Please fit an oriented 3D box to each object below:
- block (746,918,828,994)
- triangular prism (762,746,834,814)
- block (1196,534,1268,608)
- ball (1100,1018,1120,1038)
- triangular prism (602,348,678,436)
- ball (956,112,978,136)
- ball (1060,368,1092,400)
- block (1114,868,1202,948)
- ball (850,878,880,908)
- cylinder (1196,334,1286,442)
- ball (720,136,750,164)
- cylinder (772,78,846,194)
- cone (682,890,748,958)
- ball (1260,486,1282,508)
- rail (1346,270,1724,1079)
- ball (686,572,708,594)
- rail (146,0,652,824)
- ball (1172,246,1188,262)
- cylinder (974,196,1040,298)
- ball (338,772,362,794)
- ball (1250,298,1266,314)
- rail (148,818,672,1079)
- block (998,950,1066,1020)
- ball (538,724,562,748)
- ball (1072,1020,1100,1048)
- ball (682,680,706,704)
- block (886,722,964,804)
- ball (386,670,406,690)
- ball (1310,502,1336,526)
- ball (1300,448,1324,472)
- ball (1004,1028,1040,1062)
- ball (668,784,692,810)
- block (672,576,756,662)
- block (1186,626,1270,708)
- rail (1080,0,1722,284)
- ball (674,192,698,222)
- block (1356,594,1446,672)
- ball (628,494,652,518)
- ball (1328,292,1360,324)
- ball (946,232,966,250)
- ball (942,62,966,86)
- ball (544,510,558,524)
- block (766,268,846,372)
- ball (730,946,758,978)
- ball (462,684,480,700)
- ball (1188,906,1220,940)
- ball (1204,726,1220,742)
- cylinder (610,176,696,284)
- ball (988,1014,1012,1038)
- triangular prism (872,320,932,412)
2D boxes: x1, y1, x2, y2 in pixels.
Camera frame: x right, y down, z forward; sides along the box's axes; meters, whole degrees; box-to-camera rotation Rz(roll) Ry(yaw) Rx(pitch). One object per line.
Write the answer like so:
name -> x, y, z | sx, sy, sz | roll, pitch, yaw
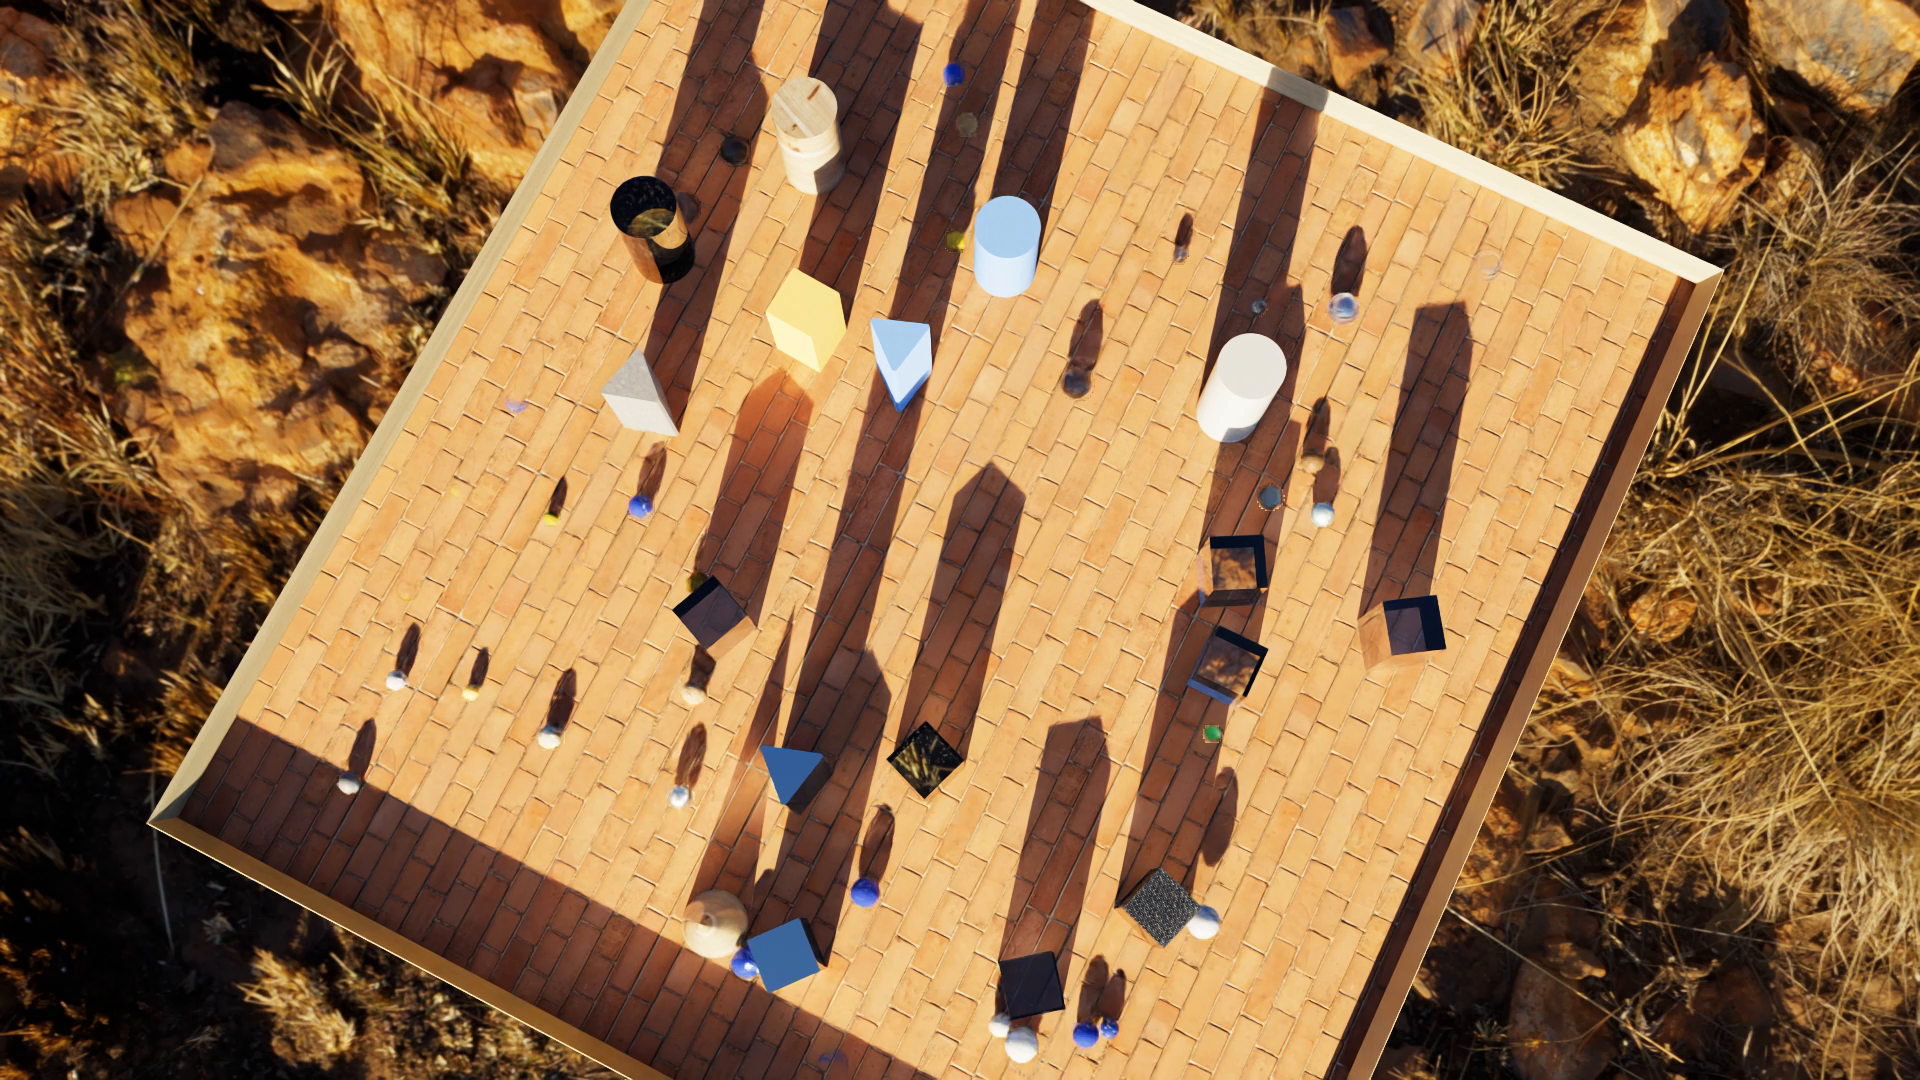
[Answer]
block -> -0.491, 1.184, 5.231 | 0.158, 0.274, 0.158 | -23, 79, -5
triangular prism -> -0.485, 0.658, 5.231 | 0.148, 0.489, 0.171 | 38, 81, 7
block -> 0.806, 0.095, 5.445 | 0.158, 0.297, 0.158 | -3, 78, -1
ball -> 0.432, 1.411, 5.295 | 0.058, 0.058, 0.058 | 0, 78, 0
triangular prism -> -0.946, -0.449, 5.513 | 0.171, 0.384, 0.148 | 9, 78, 2
ball -> 0.022, -1.330, 5.854 | 0.074, 0.074, 0.074 | 0, 78, 0
ball -> 0.360, -0.485, 5.667 | 0.098, 0.098, 0.098 | 0, 78, 0
block -> 0.563, 1.053, 5.244 | 0.158, 0.303, 0.158 | 43, 82, 8
ball -> -0.277, 1.031, 5.358 | 0.088, 0.088, 0.088 | 0, 78, 0
cylinder -> 0.833, -0.447, 5.463 | 0.197, 0.481, 0.197 | 0, 78, 0
ball -> -0.716, -1.239, 5.826 | 0.092, 0.092, 0.092 | 0, 78, 0
cylinder -> -0.464, -1.242, 5.656 | 0.197, 0.426, 0.197 | 0, 78, 0
cone -> -0.720, 1.093, 5.221 | 0.197, 0.332, 0.197 | 0, 78, 0
ball -> 0.950, -0.132, 5.609 | 0.069, 0.069, 0.069 | 0, 78, 0
rail -> 1.529, 0.756, 5.394 | 0.045, 0.128, 3.624 | 26, 80, 5
ball -> -0.795, 0.134, 5.554 | 0.069, 0.069, 0.069 | 0, 78, 0
rail -> -1.529, -0.742, 5.704 | 0.045, 0.128, 3.624 | 26, 80, 5
ball -> 0.694, -0.900, 5.777 | 0.050, 0.050, 0.050 | 0, 78, 0
cylinder -> 0.142, -0.897, 5.625 | 0.197, 0.347, 0.197 | 0, 78, 0
ball -> -1.810, 0.720, 5.434 | 0.066, 0.066, 0.066 | 0, 78, 0
ball -> 0.935, -0.733, 5.743 | 0.049, 0.049, 0.049 | 0, 78, 0
rail -> -0.800, 1.573, 5.225 | 3.467, 0.128, 0.045 | 26, 80, 5
block -> 0.202, 1.270, 5.233 | 0.158, 0.237, 0.158 | -11, 79, -2
ball -> -1.221, 0.586, 5.458 | 0.072, 0.072, 0.072 | 0, 78, 0
ball -> 0.362, 1.426, 5.282 | 0.077, 0.077, 0.077 | 0, 78, 0
ball -> -0.795, 0.455, 5.484 | 0.075, 0.075, 0.075 | 0, 78, 0
block -> -0.099, 0.652, 5.335 | 0.158, 0.287, 0.158 | -43, 82, -8
ball -> -1.692, 0.420, 5.499 | 0.060, 0.060, 0.060 | 0, 78, 0
ball -> 1.106, -0.078, 5.594 | 0.076, 0.076, 0.076 | 0, 78, 0
ball -> 1.084, -0.243, 5.629 | 0.074, 0.074, 0.074 | 0, 78, 0
ball -> 0.178, 1.451, 5.266 | 0.098, 0.098, 0.098 | 0, 78, 0
ball -> -0.828, 0.759, 5.421 | 0.076, 0.076, 0.076 | 0, 78, 0
block -> -0.727, 0.235, 5.444 | 0.158, 0.243, 0.158 | -40, 81, -8
block -> 0.787, 0.376, 5.409 | 0.158, 0.254, 0.158 | 26, 79, 5
rail -> 0.800, -1.560, 5.873 | 3.467, 0.128, 0.045 | 26, 80, 5
ball -> -0.873, -1.049, 5.785 | 0.095, 0.095, 0.095 | 0, 78, 0
block -> 1.293, 0.277, 5.384 | 0.158, 0.343, 0.158 | -7, 78, -1
ball -> -0.977, -0.104, 5.600 | 0.074, 0.074, 0.074 | 0, 78, 0
ball -> 1.197, -0.722, 5.716 | 0.099, 0.099, 0.099 | 0, 78, 0
ball -> -0.014, -0.941, 5.770 | 0.062, 0.062, 0.062 | 0, 78, 0
ball -> -0.020, -1.497, 5.889 | 0.073, 0.073, 0.073 | 0, 78, 0
ball -> -1.251, -0.069, 5.608 | 0.046, 0.046, 0.046 | 0, 78, 0
block -> -0.464, -0.664, 5.572 | 0.158, 0.357, 0.158 | 30, 80, 6
ball -> -0.618, 1.225, 5.316 | 0.091, 0.091, 0.091 | 0, 78, 0
ball -> -1.467, 0.457, 5.497 | 0.048, 0.048, 0.048 | 0, 78, 0
ball -> 0.702, 1.101, 5.280 | 0.096, 0.096, 0.096 | 0, 78, 0
ball -> 0.754, 0.579, 5.473 | 0.046, 0.046, 0.046 | 0, 78, 0
cylinder -> -0.936, -0.944, 5.609 | 0.197, 0.397, 0.197 | 0, 78, 0
ball -> 0.117, 1.402, 5.292 | 0.067, 0.067, 0.067 | 0, 78, 0
triangular prism -> -0.198, -0.551, 5.506 | 0.148, 0.440, 0.171 | 36, 81, 7
